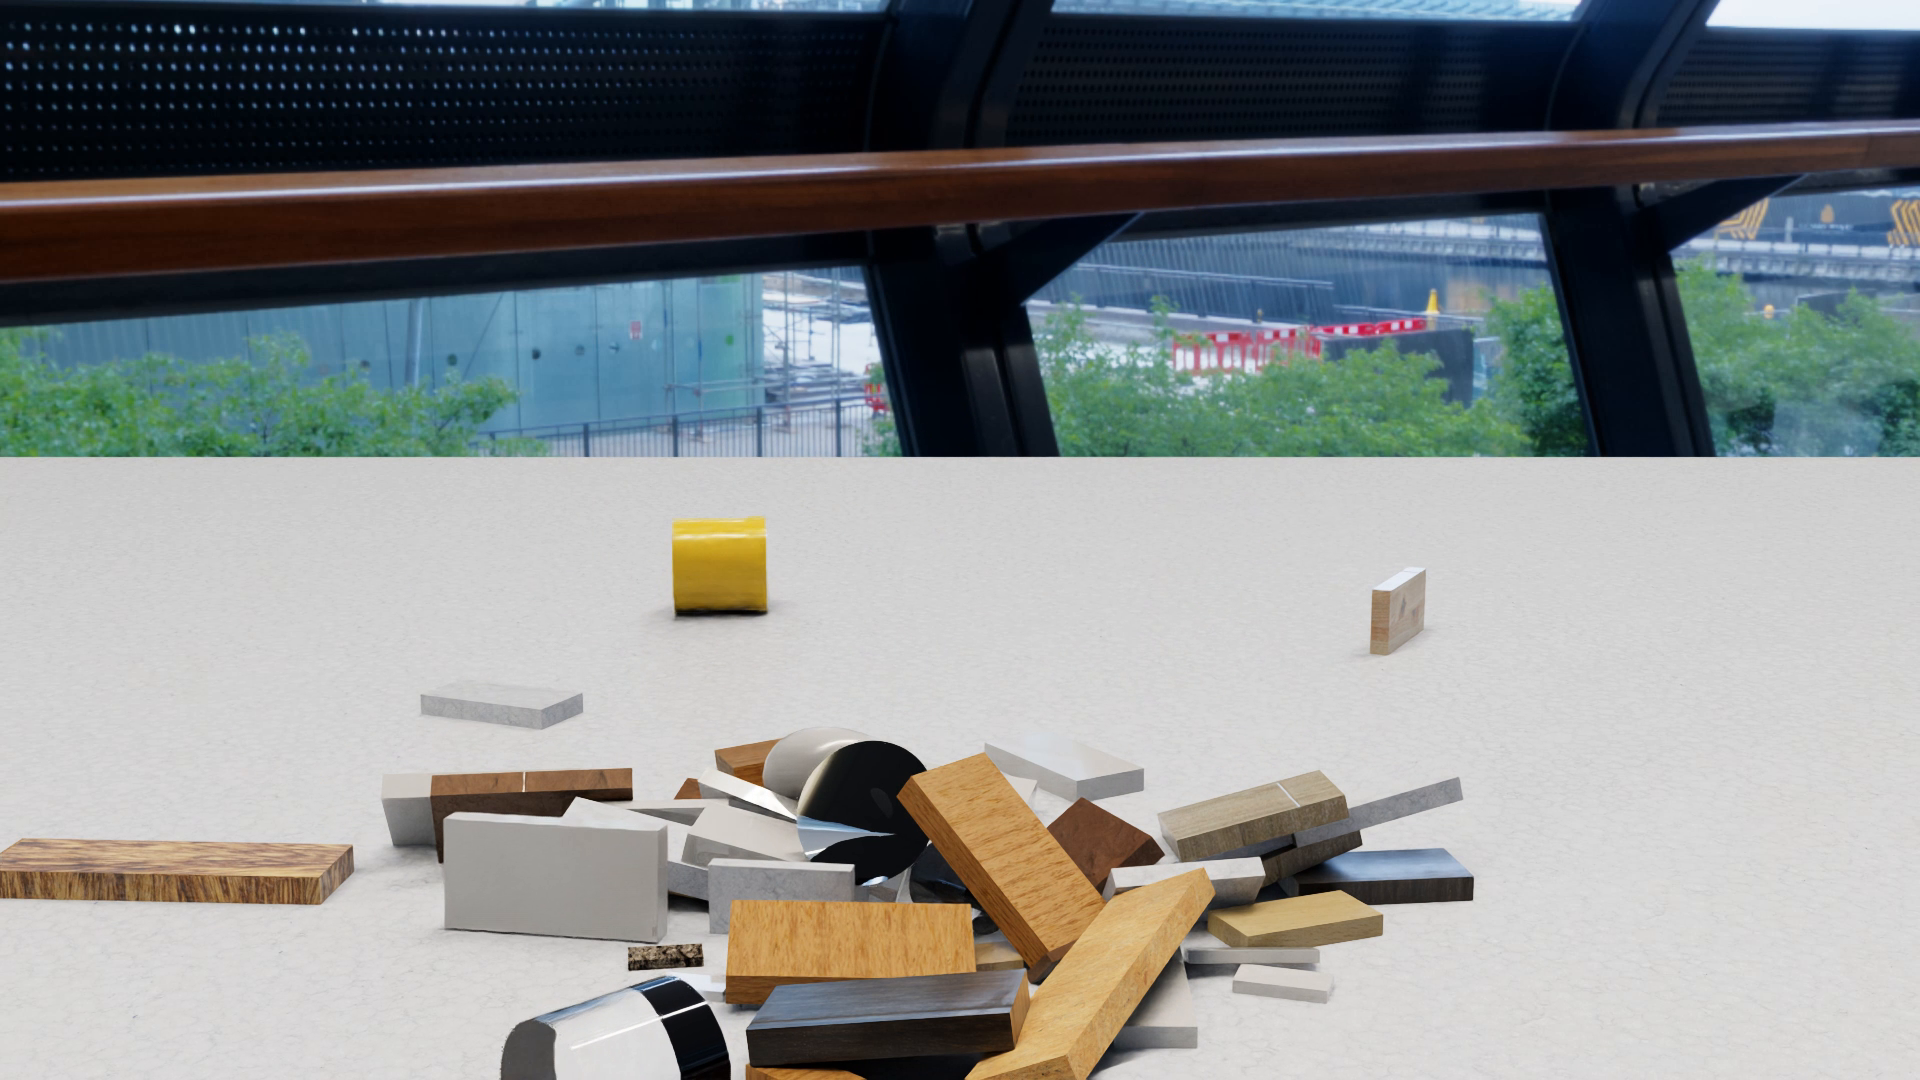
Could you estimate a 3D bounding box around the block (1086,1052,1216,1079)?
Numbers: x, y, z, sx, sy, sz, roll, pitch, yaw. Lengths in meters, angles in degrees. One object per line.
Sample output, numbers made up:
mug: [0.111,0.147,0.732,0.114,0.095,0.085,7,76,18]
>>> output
block: [0.301,0.739,2.727,0.179,0.051,0.359,-8,13,-36]

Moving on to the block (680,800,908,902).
block: [-0.268,0.527,3.639,0.354,0.050,0.177,15,12,3]

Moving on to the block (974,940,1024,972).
block: [0.006,0.641,3.334,0.163,0.023,0.081,-3,11,-15]

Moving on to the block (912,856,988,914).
block: [0.047,0.575,3.656,0.123,0.035,0.247,-10,14,-42]

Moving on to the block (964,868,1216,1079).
block: [0.195,0.621,3.096,0.159,0.045,0.663,-22,4,25]

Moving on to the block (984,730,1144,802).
block: [0.202,0.445,4.328,0.159,0.045,0.319,-7,12,-32]

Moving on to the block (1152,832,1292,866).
block: [0.393,0.515,3.672,0.287,0.041,0.144,-17,13,-16]

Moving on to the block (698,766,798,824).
block: [-0.335,0.478,3.806,0.238,0.119,0.034,19,53,17]

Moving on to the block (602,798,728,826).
block: [-0.516,0.508,3.776,0.238,0.119,0.034,-1,18,-4]

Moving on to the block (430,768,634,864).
block: [-0.735,0.477,3.807,0.338,0.169,0.048,-1,40,-8]

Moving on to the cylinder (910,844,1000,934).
cylinder: [0.007,0.554,3.519,0.125,0.125,0.125,-10,14,-43]

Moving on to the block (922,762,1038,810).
block: [-0.051,0.469,4.044,0.360,0.051,0.180,8,16,10]

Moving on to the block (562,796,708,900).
block: [-0.490,0.521,3.650,0.354,0.050,0.177,15,12,-1]

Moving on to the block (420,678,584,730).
block: [-1.000,0.357,4.803,0.314,0.044,0.157,5,11,24]

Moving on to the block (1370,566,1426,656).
block: [1.091,0.174,5.470,0.045,0.159,0.319,5,12,27]

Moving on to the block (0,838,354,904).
block: [-1.337,0.558,3.710,0.582,0.048,0.169,1,11,3]

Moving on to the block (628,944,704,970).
block: [-0.451,0.638,3.366,0.113,0.016,0.057,-2,11,-9]

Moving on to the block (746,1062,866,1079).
block: [-0.200,0.718,2.916,0.163,0.023,0.081,10,15,44]

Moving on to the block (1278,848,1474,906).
block: [0.692,0.566,3.685,0.297,0.042,0.148,-1,11,-7]

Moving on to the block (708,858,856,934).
block: [-0.281,0.568,3.475,0.229,0.114,0.032,1,11,8]

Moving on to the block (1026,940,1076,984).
block: [0.155,0.628,3.310,0.120,0.060,0.017,-12,58,-48]

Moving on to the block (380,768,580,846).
block: [-0.836,0.472,3.879,0.338,0.169,0.048,-1,54,-6]

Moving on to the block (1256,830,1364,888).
block: [0.510,0.527,3.695,0.297,0.042,0.149,-18,13,-23]

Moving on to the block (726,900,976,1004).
block: [-0.161,0.610,3.249,0.360,0.051,0.180,2,27,-4]

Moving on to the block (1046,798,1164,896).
block: [0.217,0.522,3.670,0.144,0.041,0.287,-40,18,-12]

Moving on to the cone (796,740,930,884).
cone: [-0.117,0.481,3.649,0.239,0.239,0.239,4,-20,19]

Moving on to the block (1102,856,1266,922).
block: [0.350,0.562,3.496,0.247,0.123,0.035,-2,49,-13]

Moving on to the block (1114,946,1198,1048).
block: [0.275,0.657,3.219,0.114,0.032,0.351,0,11,1]

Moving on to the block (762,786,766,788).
block: [-0.262,0.475,4.166,0.157,0.044,0.429,10,14,42]

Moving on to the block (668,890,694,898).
block: [-0.484,0.570,3.646,0.092,0.013,0.046,13,12,-8]

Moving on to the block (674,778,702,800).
block: [-0.410,0.494,3.944,0.238,0.034,0.119,5,41,25]

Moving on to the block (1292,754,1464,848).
block: [0.680,0.439,3.718,0.297,0.042,0.148,-15,12,-8]

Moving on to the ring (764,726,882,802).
ring: [-0.191,0.438,3.792,0.312,0.312,0.104,4,49,22]

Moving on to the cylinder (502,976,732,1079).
cylinder: [-0.425,0.664,2.718,0.202,0.202,0.202,-10,15,-43]

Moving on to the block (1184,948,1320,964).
block: [0.442,0.631,3.340,0.197,0.020,0.070,0,-7,-1]

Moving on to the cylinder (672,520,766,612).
cylinder: [-0.635,0.067,5.821,0.242,0.242,0.242,-1,11,-5]

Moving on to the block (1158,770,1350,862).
block: [0.484,0.457,3.645,0.287,0.041,0.144,-14,12,-5]

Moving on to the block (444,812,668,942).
block: [-0.641,0.533,3.484,0.354,0.177,0.050,2,6,10]

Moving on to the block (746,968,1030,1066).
block: [-0.094,0.648,2.989,0.357,0.051,0.179,-6,7,9]

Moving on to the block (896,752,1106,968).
block: [0.076,0.499,3.442,0.179,0.051,0.357,-12,54,-48]

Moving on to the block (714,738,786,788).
block: [-0.374,0.428,4.228,0.157,0.044,0.314,-9,3,-13]

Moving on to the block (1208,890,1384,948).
block: [0.531,0.607,3.483,0.247,0.035,0.123,-4,11,-23]

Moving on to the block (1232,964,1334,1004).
block: [0.479,0.656,3.257,0.140,0.020,0.070,3,11,18]

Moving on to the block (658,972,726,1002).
block: [-0.394,0.660,3.249,0.113,0.016,0.057,3,11,14]

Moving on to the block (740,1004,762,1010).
block: [-0.268,0.663,3.229,0.120,0.017,0.060,-4,11,-18]
